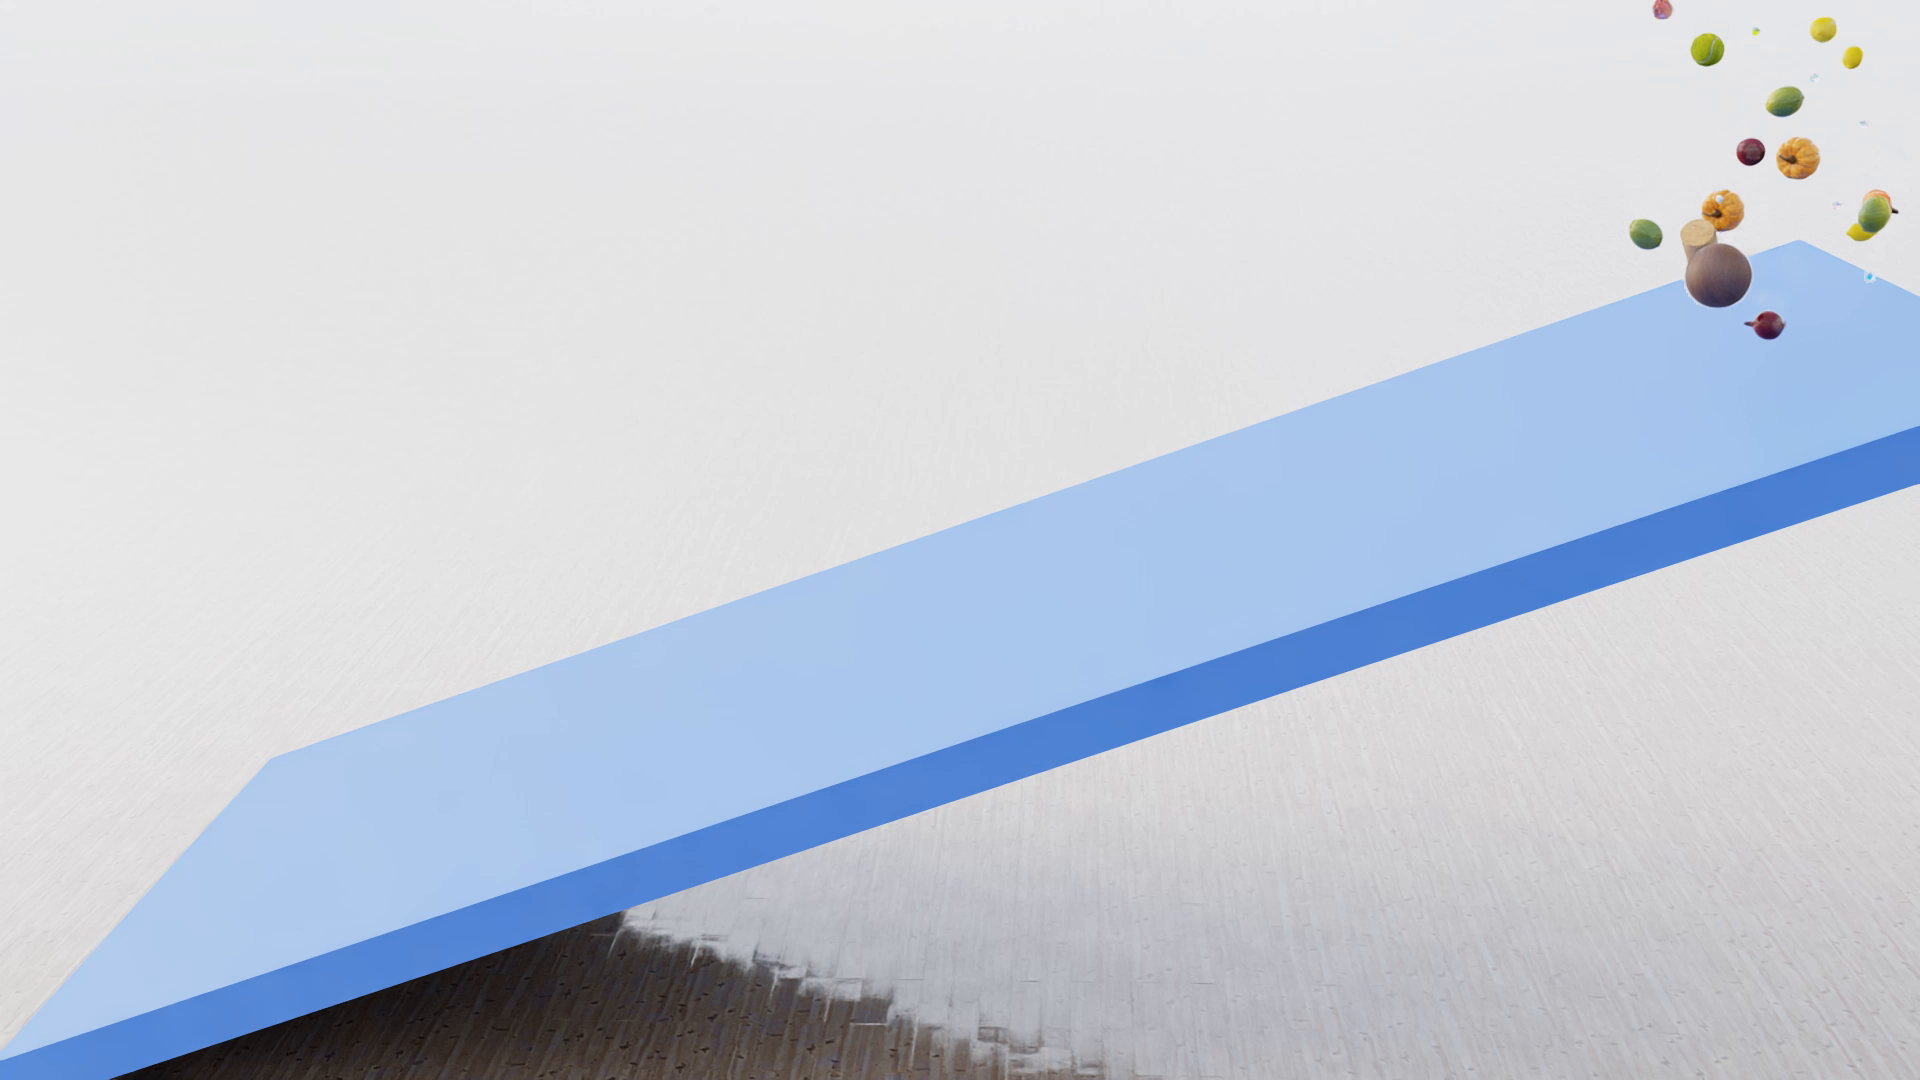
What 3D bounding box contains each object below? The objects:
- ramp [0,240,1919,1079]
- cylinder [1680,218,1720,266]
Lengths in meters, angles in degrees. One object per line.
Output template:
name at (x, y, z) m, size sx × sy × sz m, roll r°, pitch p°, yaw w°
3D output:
ramp at (0.111, 0.178, 6.301) m, size 4.000 × 0.100 × 2.000 m, roll -19°, pitch 11°, yaw 6°
cylinder at (1.551, -0.623, 6.162) m, size 0.071 × 0.071 × 0.071 m, roll 7°, pitch -30°, yaw 30°
